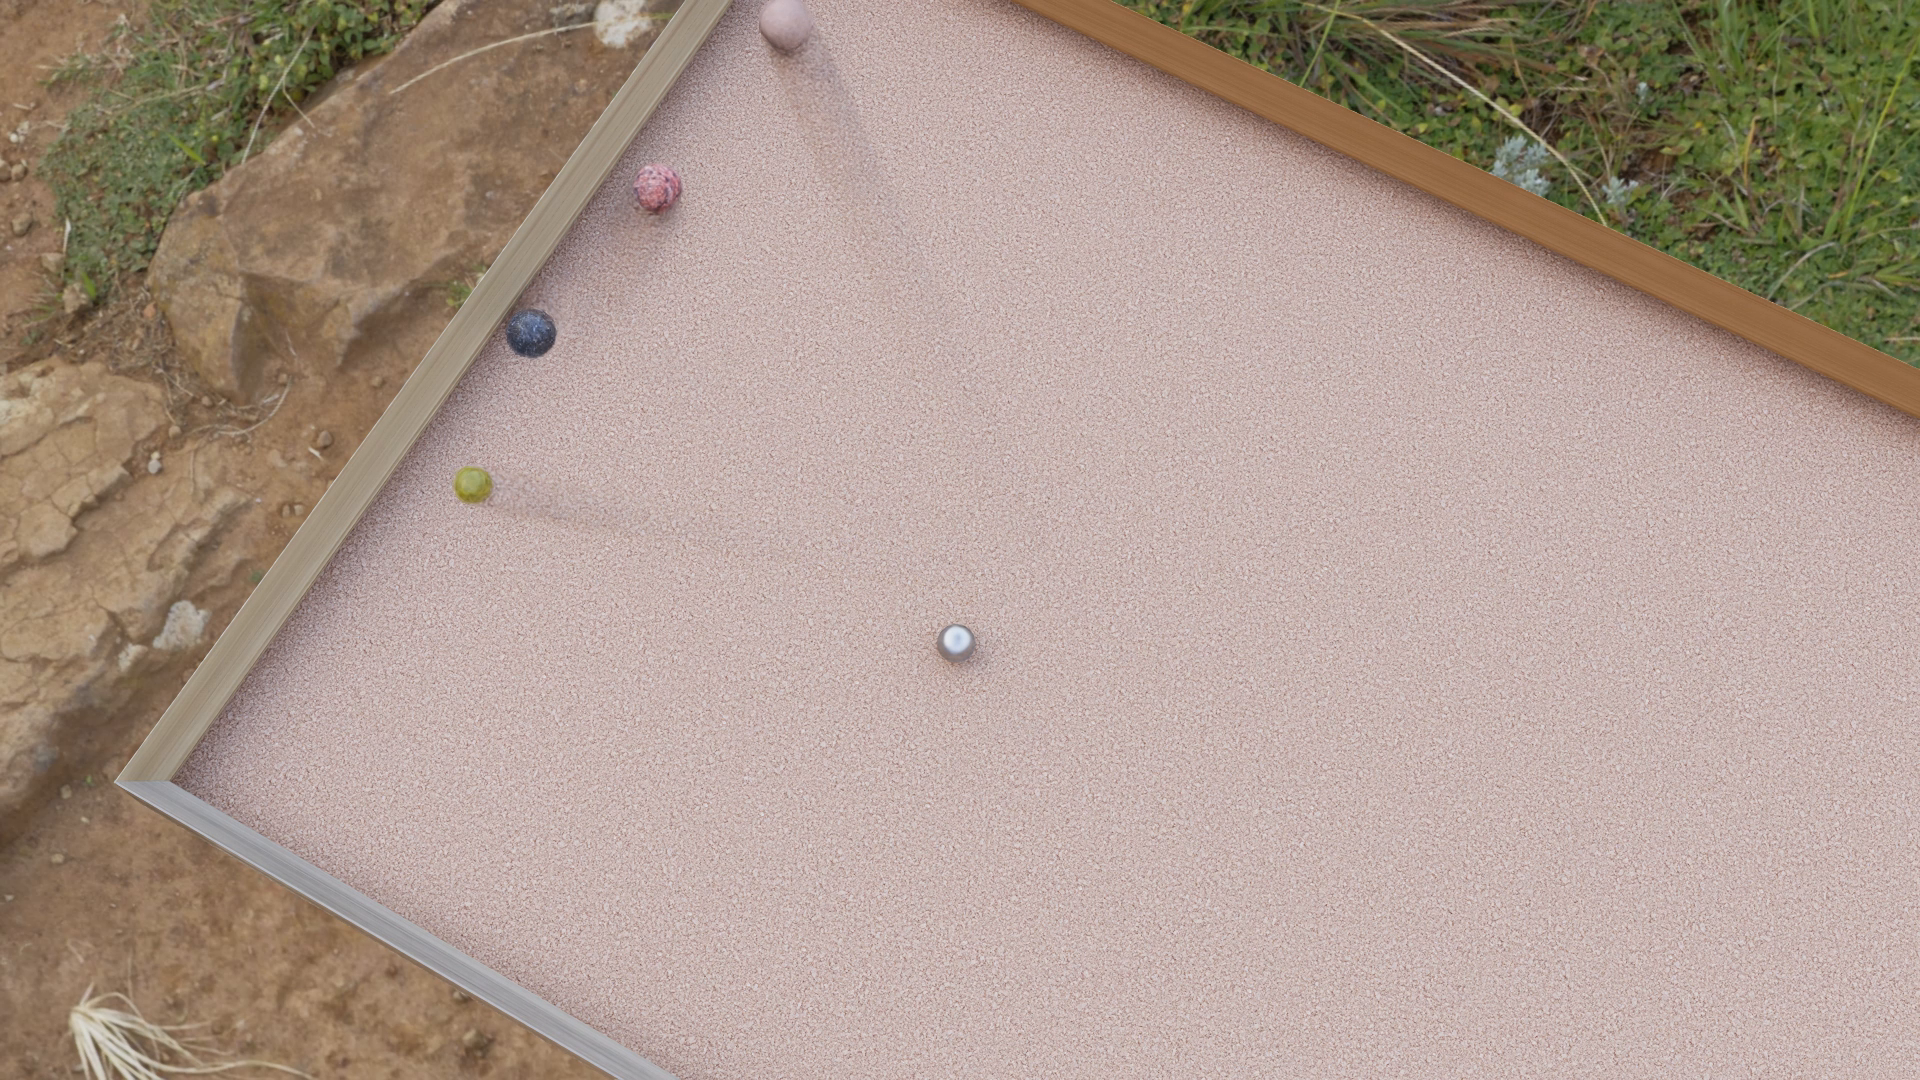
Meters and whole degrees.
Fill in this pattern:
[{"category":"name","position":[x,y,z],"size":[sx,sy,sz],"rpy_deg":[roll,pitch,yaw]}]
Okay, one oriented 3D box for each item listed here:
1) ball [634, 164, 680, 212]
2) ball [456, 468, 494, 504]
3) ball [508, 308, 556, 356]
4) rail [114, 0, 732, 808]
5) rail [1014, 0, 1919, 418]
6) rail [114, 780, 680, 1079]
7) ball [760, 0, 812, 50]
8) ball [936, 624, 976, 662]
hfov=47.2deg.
[{"category":"ball","position":[-0.516,-0.598,3.745],"size":[0.081,0.081,0.081],"rpy_deg":[0,67,0]},{"category":"ball","position":[-0.783,-0.088,3.544],"size":[0.059,0.059,0.059],"rpy_deg":[0,67,0]},{"category":"ball","position":[-0.708,-0.343,3.639],"size":[0.080,0.080,0.080],"rpy_deg":[0,67,0]},{"category":"rail","position":[-0.758,-0.399,3.642],"size":[0.045,0.115,1.963],"rpy_deg":[27,70,11]},{"category":"rail","position":[1.245,-0.380,3.634],"size":[3.567,0.115,0.045],"rpy_deg":[27,70,11]},{"category":"rail","position":[0.312,1.165,2.992],"size":[3.567,0.115,0.045],"rpy_deg":[27,70,11]},{"category":"ball","position":[-0.306,-0.908,3.869],"size":[0.089,0.089,0.089],"rpy_deg":[0,67,0]},{"category":"ball","position":[-0.006,0.162,3.440],"size":[0.061,0.061,0.061],"rpy_deg":[0,67,0]}]
